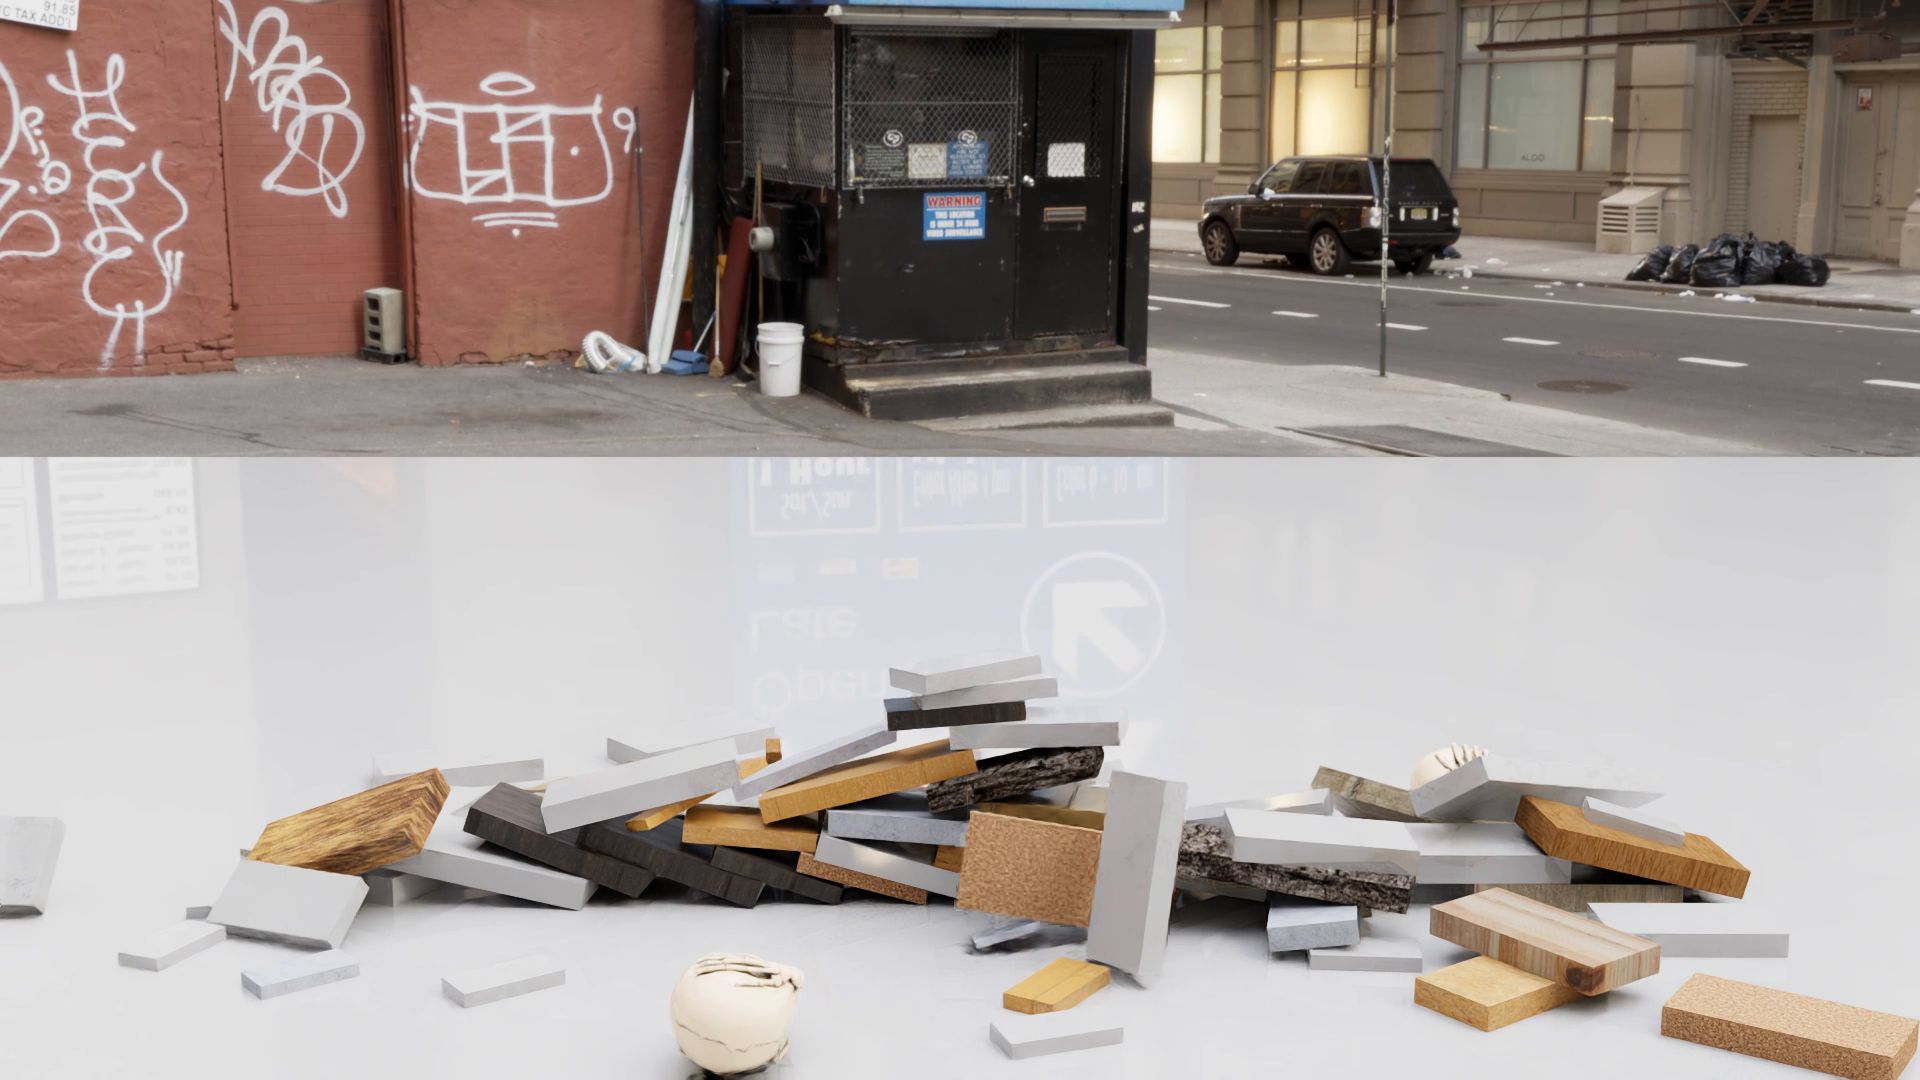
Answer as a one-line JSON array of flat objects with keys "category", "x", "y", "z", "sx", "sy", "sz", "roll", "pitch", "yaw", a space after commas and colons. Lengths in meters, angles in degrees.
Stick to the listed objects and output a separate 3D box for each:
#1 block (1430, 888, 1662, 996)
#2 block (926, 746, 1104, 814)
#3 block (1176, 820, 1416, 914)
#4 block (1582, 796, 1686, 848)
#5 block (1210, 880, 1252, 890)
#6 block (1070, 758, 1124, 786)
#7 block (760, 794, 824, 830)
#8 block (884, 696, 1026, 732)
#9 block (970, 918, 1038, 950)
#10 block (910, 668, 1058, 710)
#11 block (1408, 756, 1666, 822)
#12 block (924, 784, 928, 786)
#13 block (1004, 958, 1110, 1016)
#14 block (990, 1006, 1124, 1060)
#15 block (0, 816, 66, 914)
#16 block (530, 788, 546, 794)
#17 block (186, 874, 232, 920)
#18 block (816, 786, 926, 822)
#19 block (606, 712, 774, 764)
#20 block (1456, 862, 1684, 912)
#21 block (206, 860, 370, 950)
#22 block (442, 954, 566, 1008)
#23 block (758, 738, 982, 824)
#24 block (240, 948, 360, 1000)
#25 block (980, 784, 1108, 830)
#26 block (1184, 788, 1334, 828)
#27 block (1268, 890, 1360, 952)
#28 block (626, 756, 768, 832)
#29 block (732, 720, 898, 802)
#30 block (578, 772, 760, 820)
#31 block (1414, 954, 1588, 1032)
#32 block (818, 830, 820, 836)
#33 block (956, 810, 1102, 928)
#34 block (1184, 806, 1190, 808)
[{"category": "block", "x": 0.872, "y": 0.598, "z": 3.295, "sx": 0.153, "sy": 0.043, "sz": 0.307, "roll": -7, "pitch": 13, "yaw": -35}, {"category": "block", "x": 0.092, "y": 0.379, "z": 3.580, "sx": 0.276, "sy": 0.039, "sz": 0.138, "roll": -14, "pitch": 6, "yaw": 10}, {"category": "block", "x": 0.516, "y": 0.516, "z": 3.490, "sx": 0.399, "sy": 0.041, "sz": 0.145, "roll": 8, "pitch": 11, "yaw": 16}, {"category": "block", "x": 1.115, "y": 0.467, "z": 3.645, "sx": 0.157, "sy": 0.022, "sz": 0.079, "roll": 16, "pitch": 10, "yaw": 8}, {"category": "block", "x": 0.510, "y": 0.536, "z": 3.655, "sx": 0.079, "sy": 0.022, "sz": 0.318, "roll": -7, "pitch": 1, "yaw": 28}, {"category": "block", "x": 0.155, "y": 0.449, "z": 4.039, "sx": 0.265, "sy": 0.037, "sz": 0.132, "roll": -15, "pitch": -8, "yaw": 27}, {"category": "block", "x": -0.365, "y": 0.482, "z": 3.998, "sx": 0.293, "sy": 0.041, "sz": 0.146, "roll": 1, "pitch": 10, "yaw": 3}, {"category": "block", "x": -0.010, "y": 0.279, "z": 3.616, "sx": 0.225, "sy": 0.032, "sz": 0.113, "roll": -4, "pitch": 7, "yaw": -5}, {"category": "block", "x": 0.069, "y": 0.612, "z": 3.417, "sx": 0.101, "sy": 0.014, "sz": 0.050, "roll": -15, "pitch": -1, "yaw": -8}, {"category": "block", "x": 0.039, "y": 0.243, "z": 3.620, "sx": 0.225, "sy": 0.032, "sz": 0.112, "roll": -5, "pitch": 7, "yaw": -10}, {"category": "block", "x": 1.005, "y": 0.437, "z": 3.797, "sx": 0.555, "sy": 0.043, "sz": 0.153, "roll": 9, "pitch": -34, "yaw": -42}, {"category": "block", "x": -0.134, "y": 0.439, "z": 4.064, "sx": 0.347, "sy": 0.025, "sz": 0.089, "roll": 2, "pitch": -9, "yaw": -8}, {"category": "block", "x": 0.143, "y": 0.659, "z": 3.235, "sx": 0.084, "sy": 0.024, "sz": 0.167, "roll": 7, "pitch": 12, "yaw": 32}, {"category": "block", "x": 0.135, "y": 0.688, "z": 3.075, "sx": 0.167, "sy": 0.024, "sz": 0.084, "roll": -4, "pitch": 11, "yaw": -20}, {"category": "block", "x": -1.639, "y": 0.529, "z": 3.600, "sx": 0.307, "sy": 0.153, "sz": 0.043, "roll": 1, "pitch": -30, "yaw": 4}, {"category": "block", "x": -0.704, "y": 0.484, "z": 4.052, "sx": 0.267, "sy": 0.033, "sz": 0.116, "roll": -5, "pitch": 12, "yaw": -26}, {"category": "block", "x": -1.222, "y": 0.587, "z": 3.624, "sx": 0.076, "sy": 0.022, "sz": 0.152, "roll": -2, "pitch": 11, "yaw": -9}, {"category": "block", "x": -0.090, "y": 0.480, "z": 3.905, "sx": 0.452, "sy": 0.046, "sz": 0.161, "roll": 10, "pitch": 10, "yaw": -6}, {"category": "block", "x": -0.549, "y": 0.414, "z": 4.499, "sx": 0.307, "sy": 0.043, "sz": 0.153, "roll": -9, "pitch": 14, "yaw": -39}, {"category": "block", "x": 1.007, "y": 0.568, "z": 3.659, "sx": 0.338, "sy": 0.048, "sz": 0.169, "roll": 0, "pitch": 11, "yaw": 1}, {"category": "block", "x": -1.062, "y": 0.576, "z": 3.474, "sx": 0.232, "sy": 0.033, "sz": 0.116, "roll": 4, "pitch": 51, "yaw": 21}, {"category": "block", "x": -0.677, "y": 0.654, "z": 3.264, "sx": 0.161, "sy": 0.023, "sz": 0.081, "roll": -8, "pitch": 13, "yaw": -36}, {"category": "block", "x": -0.147, "y": 0.393, "z": 3.651, "sx": 0.362, "sy": 0.039, "sz": 0.138, "roll": -14, "pitch": 6, "yaw": 5}, {"category": "block", "x": -0.987, "y": 0.649, "z": 3.291, "sx": 0.152, "sy": 0.022, "sz": 0.076, "roll": -8, "pitch": 13, "yaw": -38}, {"category": "block", "x": 0.189, "y": 0.438, "z": 3.578, "sx": 0.290, "sy": 0.041, "sz": 0.145, "roll": 4, "pitch": 10, "yaw": 12}, {"category": "block", "x": 0.474, "y": 0.467, "z": 3.684, "sx": 0.288, "sy": 0.041, "sz": 0.144, "roll": -10, "pitch": 1, "yaw": 14}, {"category": "block", "x": 0.563, "y": 0.580, "z": 3.481, "sx": 0.136, "sy": 0.039, "sz": 0.273, "roll": -8, "pitch": 8, "yaw": 12}, {"category": "block", "x": -0.437, "y": 0.423, "z": 3.668, "sx": 0.258, "sy": 0.018, "sz": 0.063, "roll": -26, "pitch": 7, "yaw": -40}, {"category": "block", "x": -0.243, "y": 0.369, "z": 3.695, "sx": 0.285, "sy": 0.026, "sz": 0.090, "roll": -21, "pitch": 6, "yaw": 0}, {"category": "block", "x": -0.513, "y": 0.464, "z": 3.847, "sx": 0.321, "sy": 0.046, "sz": 0.161, "roll": 3, "pitch": 18, "yaw": -5}, {"category": "block", "x": 0.813, "y": 0.651, "z": 3.233, "sx": 0.273, "sy": 0.039, "sz": 0.136, "roll": -8, "pitch": 13, "yaw": -36}, {"category": "block", "x": -0.179, "y": 0.517, "z": 3.913, "sx": 0.074, "sy": 0.021, "sz": 0.221, "roll": -7, "pitch": -2, "yaw": 44}, {"category": "block", "x": 0.152, "y": 0.522, "z": 3.446, "sx": 0.297, "sy": 0.148, "sz": 0.042, "roll": 9, "pitch": -2, "yaw": 0}, {"category": "block", "x": 0.283, "y": 0.505, "z": 4.026, "sx": 0.265, "sy": 0.037, "sz": 0.132, "roll": 7, "pitch": 12, "yaw": 31}]
